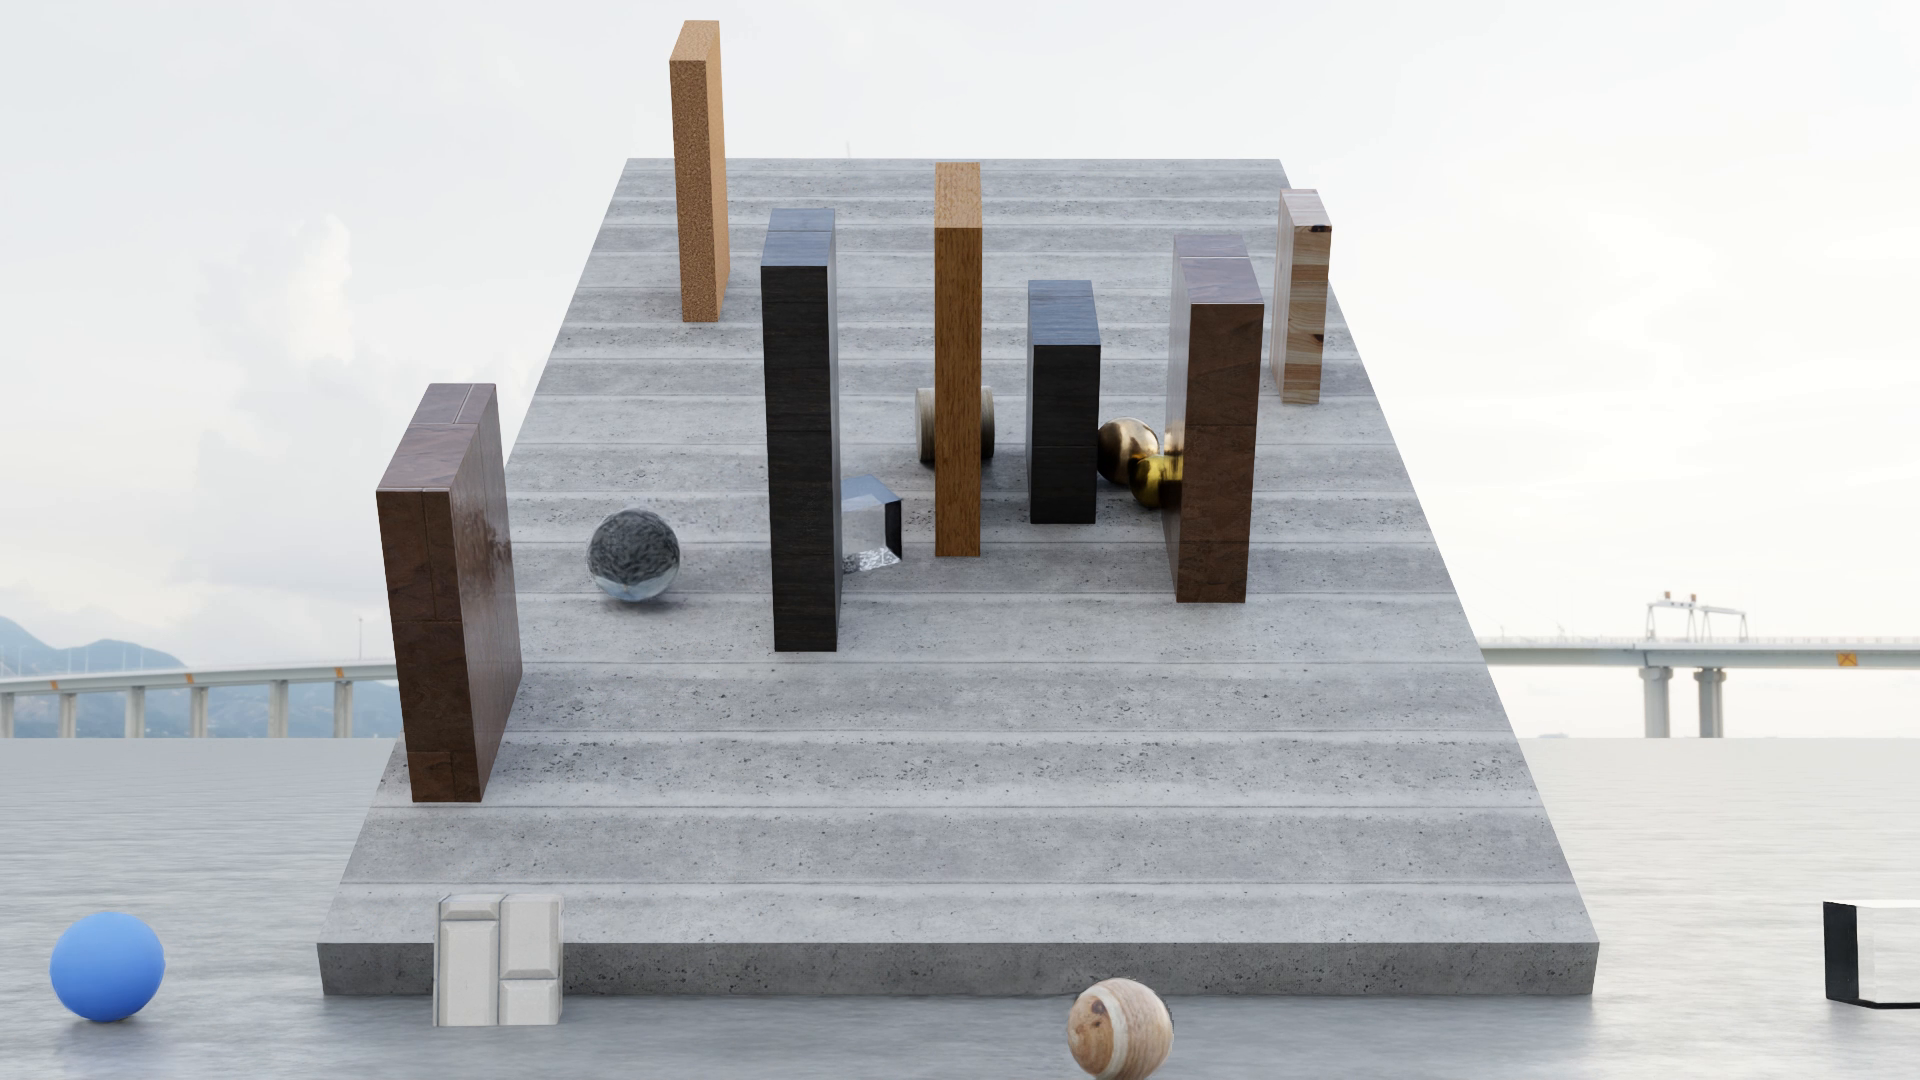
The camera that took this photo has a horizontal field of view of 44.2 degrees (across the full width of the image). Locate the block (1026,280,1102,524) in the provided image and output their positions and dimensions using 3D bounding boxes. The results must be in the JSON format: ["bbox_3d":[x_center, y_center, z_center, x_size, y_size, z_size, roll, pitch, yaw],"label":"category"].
[{"bbox_3d":[0.217,-0.300,5.079,0.137,0.407,0.375,0,27,0],"label":"block"}]

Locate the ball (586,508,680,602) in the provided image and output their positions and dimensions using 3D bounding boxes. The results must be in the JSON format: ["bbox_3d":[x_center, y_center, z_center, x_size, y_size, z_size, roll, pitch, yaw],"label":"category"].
[{"bbox_3d":[-0.644,0.030,4.666,0.185,0.185,0.185,0,-5,0],"label":"ball"}]

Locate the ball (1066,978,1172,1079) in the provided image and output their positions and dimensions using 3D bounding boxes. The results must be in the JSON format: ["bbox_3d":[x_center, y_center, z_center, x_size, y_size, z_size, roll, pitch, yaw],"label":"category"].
[{"bbox_3d":[0.187,0.578,2.784,0.123,0.123,0.123,0,-5,0],"label":"ball"}]

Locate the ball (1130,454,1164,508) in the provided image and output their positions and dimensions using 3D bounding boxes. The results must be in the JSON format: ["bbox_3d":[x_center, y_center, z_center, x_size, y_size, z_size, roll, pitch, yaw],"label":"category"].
[{"bbox_3d":[0.420,-0.126,5.056,0.116,0.116,0.116,0,-5,0],"label":"ball"}]

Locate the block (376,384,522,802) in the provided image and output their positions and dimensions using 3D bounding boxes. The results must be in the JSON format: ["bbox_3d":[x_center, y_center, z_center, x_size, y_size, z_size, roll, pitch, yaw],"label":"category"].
[{"bbox_3d":[-0.876,0.086,4.104,0.117,0.588,0.443,0,27,0],"label":"block"}]

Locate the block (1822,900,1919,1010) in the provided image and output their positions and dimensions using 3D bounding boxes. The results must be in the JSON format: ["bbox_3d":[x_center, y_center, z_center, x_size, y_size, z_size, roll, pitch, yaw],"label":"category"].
[{"bbox_3d":[1.428,0.631,3.614,0.151,0.151,0.151,1,-5,-8],"label":"block"}]

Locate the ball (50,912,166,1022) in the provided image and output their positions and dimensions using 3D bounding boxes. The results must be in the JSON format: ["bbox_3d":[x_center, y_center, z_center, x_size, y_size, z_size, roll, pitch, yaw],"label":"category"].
[{"bbox_3d":[-1.222,0.612,3.395,0.155,0.155,0.155,0,-5,0],"label":"ball"}]

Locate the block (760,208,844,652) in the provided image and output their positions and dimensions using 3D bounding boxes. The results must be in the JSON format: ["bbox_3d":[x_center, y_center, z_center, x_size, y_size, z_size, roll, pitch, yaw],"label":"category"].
[{"bbox_3d":[-0.294,-0.205,4.473,0.118,0.778,0.312,0,27,0],"label":"block"}]

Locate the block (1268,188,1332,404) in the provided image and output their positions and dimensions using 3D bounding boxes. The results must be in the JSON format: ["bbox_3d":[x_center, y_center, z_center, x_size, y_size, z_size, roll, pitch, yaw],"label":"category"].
[{"bbox_3d":[0.802,-0.577,5.593,0.086,0.441,0.264,0,27,0],"label":"block"}]

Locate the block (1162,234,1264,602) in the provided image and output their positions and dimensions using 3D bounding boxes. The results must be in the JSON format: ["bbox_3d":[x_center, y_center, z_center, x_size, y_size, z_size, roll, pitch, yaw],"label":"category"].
[{"bbox_3d":[0.497,-0.244,4.718,0.136,0.632,0.383,0,27,0],"label":"block"}]

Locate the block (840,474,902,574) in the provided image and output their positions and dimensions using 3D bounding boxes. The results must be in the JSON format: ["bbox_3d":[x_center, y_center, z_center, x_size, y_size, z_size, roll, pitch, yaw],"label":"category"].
[{"bbox_3d":[-0.213,-0.032,4.840,0.140,0.140,0.140,-13,30,-25],"label":"block"}]

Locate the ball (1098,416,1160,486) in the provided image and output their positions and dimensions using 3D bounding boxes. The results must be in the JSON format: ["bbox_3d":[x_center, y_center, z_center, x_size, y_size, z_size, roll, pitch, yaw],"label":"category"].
[{"bbox_3d":[0.361,-0.194,5.154,0.150,0.150,0.150,0,-5,0],"label":"ball"}]

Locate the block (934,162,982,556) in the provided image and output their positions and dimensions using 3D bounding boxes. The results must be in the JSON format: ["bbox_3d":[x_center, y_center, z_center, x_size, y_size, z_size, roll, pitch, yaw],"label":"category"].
[{"bbox_3d":[-0.005,-0.375,4.889,0.092,0.710,0.408,0,27,0],"label":"block"}]

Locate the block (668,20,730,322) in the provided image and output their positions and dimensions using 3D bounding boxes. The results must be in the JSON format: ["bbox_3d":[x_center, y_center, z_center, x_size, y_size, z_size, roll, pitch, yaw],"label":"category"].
[{"bbox_3d":[-0.662,-0.945,6.053,0.089,0.678,0.385,0,27,0],"label":"block"}]

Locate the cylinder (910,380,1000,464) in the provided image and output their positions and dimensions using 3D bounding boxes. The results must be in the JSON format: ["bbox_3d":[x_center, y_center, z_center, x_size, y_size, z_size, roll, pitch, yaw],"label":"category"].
[{"bbox_3d":[-0.013,-0.260,5.271,0.162,0.162,0.162,10,-7,-13],"label":"cylinder"}]

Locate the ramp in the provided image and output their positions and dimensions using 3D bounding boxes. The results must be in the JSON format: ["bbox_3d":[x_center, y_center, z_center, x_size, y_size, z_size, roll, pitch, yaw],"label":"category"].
[{"bbox_3d":[-0.010,-0.227,5.496,2.000,0.100,4.000,0,27,0],"label":"ramp"}]

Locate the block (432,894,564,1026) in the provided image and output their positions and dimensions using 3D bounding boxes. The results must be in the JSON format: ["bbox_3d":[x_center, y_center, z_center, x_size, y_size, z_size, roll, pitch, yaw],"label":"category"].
[{"bbox_3d":[-0.666,0.606,3.429,0.172,0.172,0.172,1,-5,-7],"label":"block"}]
